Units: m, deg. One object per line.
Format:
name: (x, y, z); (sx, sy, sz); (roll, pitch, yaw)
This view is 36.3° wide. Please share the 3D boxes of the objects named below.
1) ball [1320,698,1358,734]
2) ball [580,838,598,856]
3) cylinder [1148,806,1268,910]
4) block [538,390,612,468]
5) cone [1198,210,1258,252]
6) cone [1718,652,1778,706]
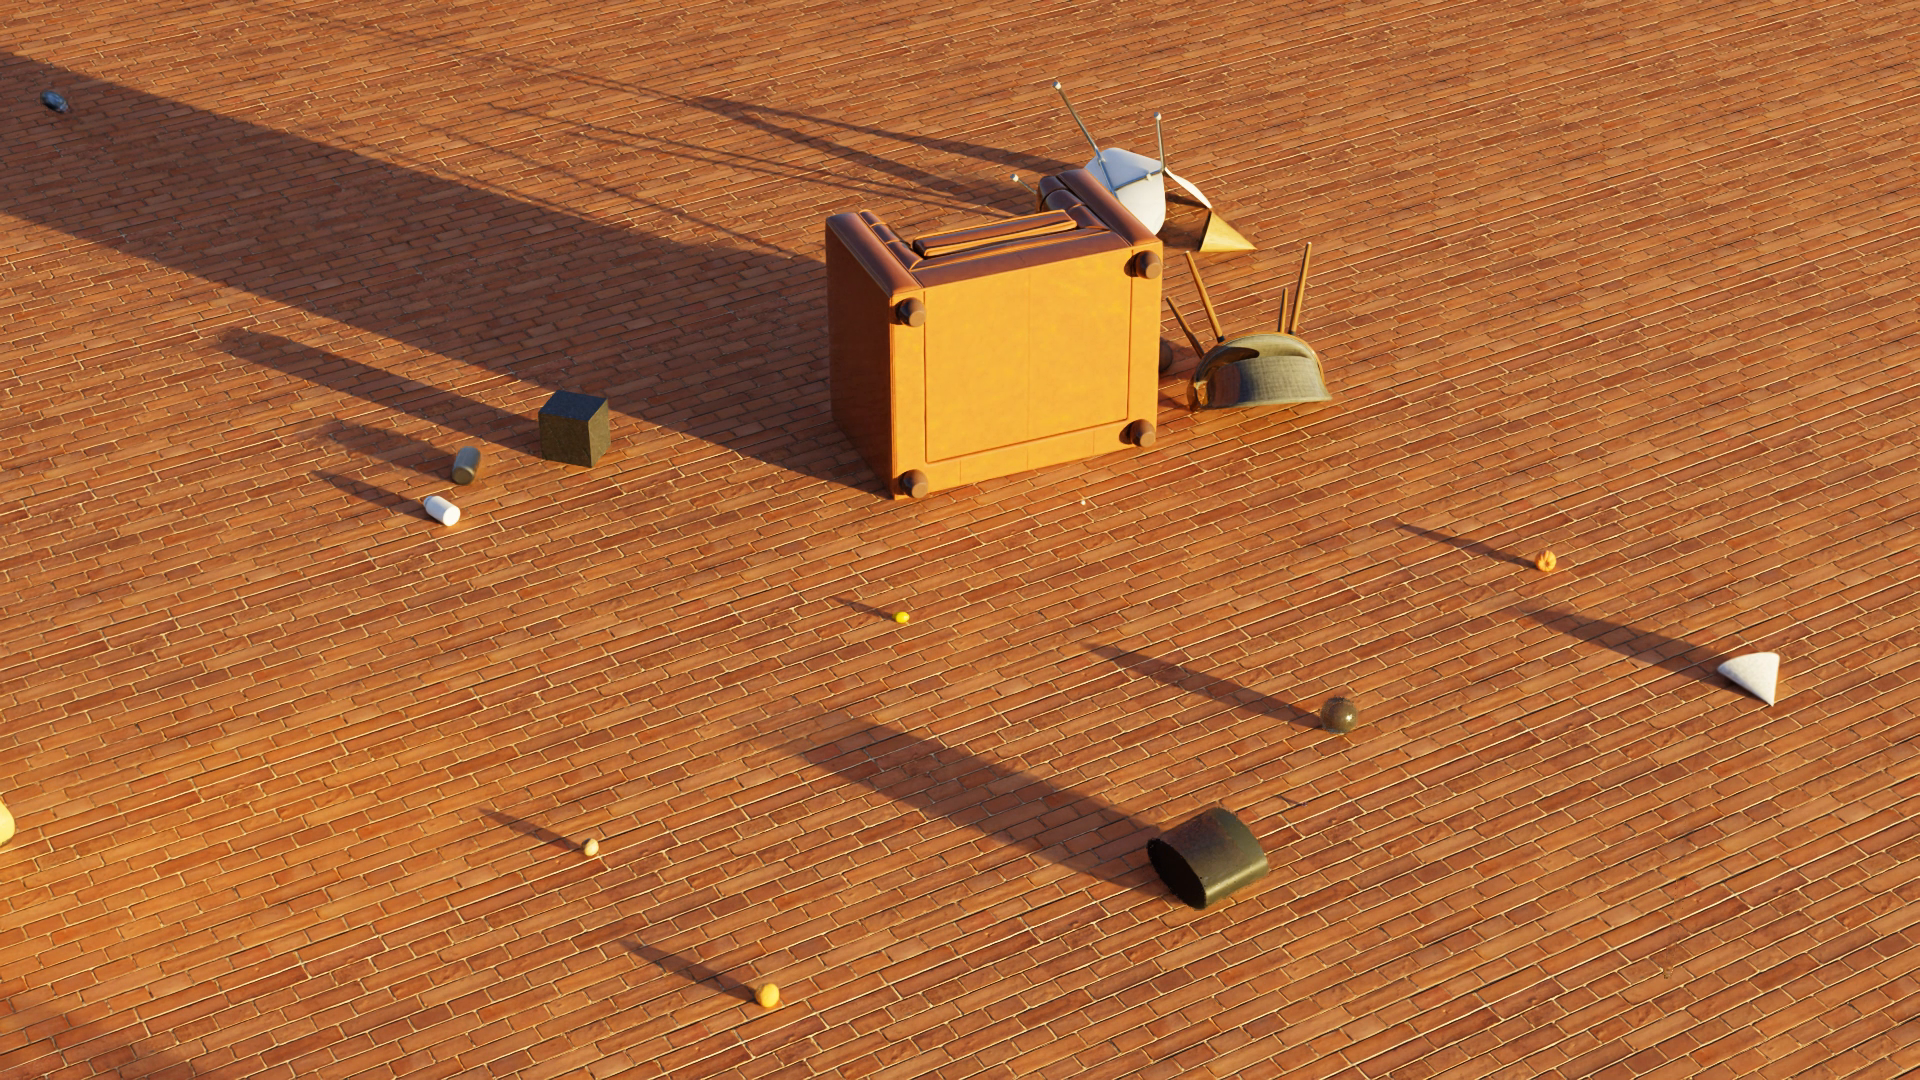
ball: (1.284, 0.595, 9.931); (0.123, 0.123, 0.123); (0, 33, 0)
ball: (-1.188, 0.984, 9.399); (0.057, 0.057, 0.057); (0, 33, 0)
cylinder: (0.782, 1.002, 9.259); (0.261, 0.171, 0.291); (-23, 54, -31)
block: (-1.499, -0.432, 11.407); (0.212, 0.213, 0.181); (10, 35, 15)
cone: (1.191, -1.317, 12.874); (0.249, 0.153, 0.228); (18, 50, -5)
cone: (2.768, 0.501, 10.138); (0.239, 0.103, 0.197); (-8, 49, -14)
